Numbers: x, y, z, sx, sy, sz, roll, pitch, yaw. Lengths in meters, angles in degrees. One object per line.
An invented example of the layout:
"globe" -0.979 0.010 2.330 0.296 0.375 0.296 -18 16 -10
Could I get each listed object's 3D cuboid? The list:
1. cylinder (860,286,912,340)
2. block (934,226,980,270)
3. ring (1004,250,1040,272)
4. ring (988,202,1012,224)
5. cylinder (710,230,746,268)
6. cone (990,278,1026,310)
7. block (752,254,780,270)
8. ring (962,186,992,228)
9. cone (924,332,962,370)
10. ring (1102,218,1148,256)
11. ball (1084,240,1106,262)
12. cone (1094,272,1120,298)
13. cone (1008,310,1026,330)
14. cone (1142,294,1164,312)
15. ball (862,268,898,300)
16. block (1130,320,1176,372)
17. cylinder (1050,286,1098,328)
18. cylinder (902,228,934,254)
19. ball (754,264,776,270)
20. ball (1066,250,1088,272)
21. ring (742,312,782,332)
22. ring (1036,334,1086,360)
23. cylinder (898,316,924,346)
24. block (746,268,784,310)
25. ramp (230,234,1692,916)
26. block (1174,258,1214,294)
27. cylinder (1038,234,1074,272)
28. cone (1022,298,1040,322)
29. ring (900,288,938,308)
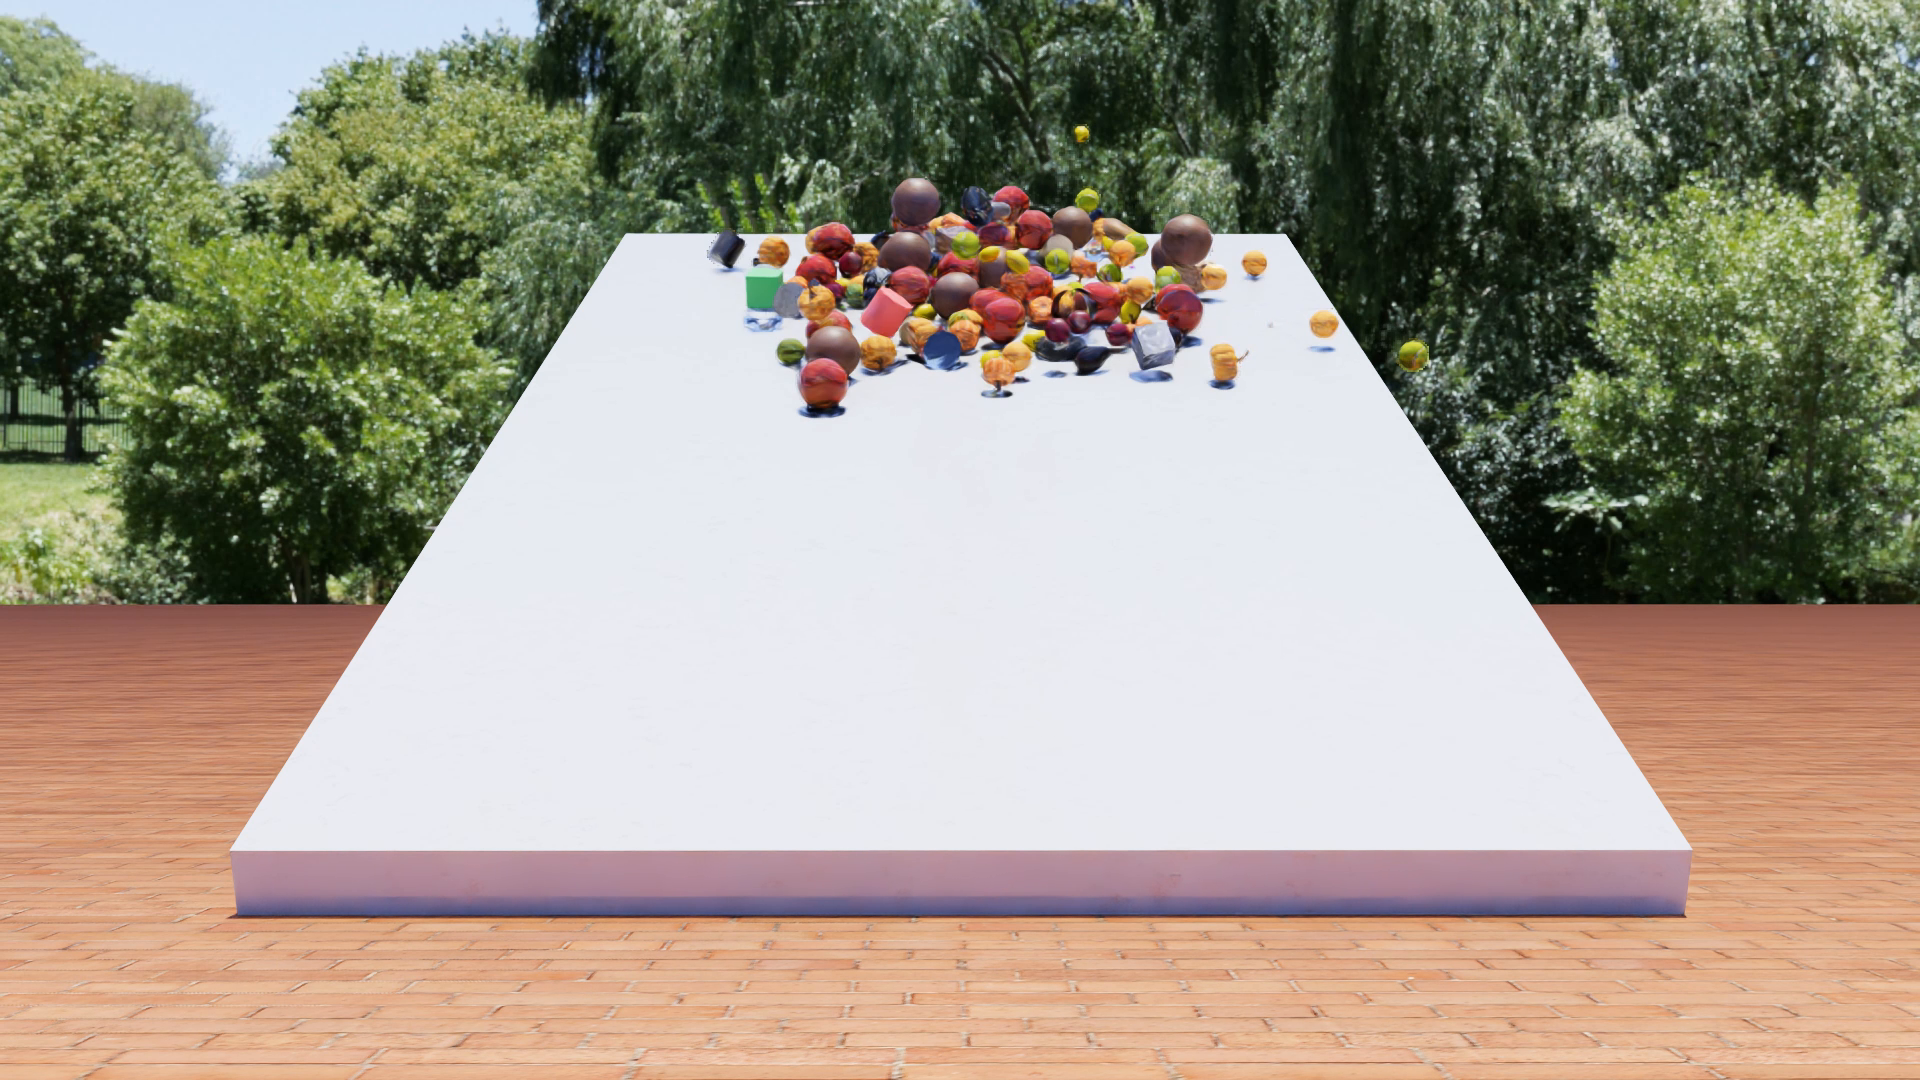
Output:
"cylinder" -0.179 -0.548 5.470 0.093 0.093 0.093 32 17 -11
"block" -0.011 -0.834 6.447 0.091 0.091 0.091 -12 31 -30
"ring" 0.182 -0.791 6.409 0.118 0.039 0.118 1 28 0
"ring" 0.085 -0.937 6.486 0.126 0.042 0.126 -9 -2 0
"cylinder" -0.656 -0.822 6.393 0.077 0.077 0.077 28 -11 6
"cone" 0.113 -0.637 5.989 0.092 0.092 0.092 -19 -13 39
"block" -0.542 -0.762 6.316 0.054 0.054 0.054 10 22 25
"ring" 0.046 -0.904 6.138 0.039 0.116 0.116 -13 -9 35
"cone" -0.028 -0.445 5.450 0.097 0.097 0.097 0 -8 18
"ring" 0.453 -0.831 6.209 0.146 0.049 0.146 33 15 -10
"ball" 0.337 -0.721 5.662 0.055 0.055 0.055 0 -1 0
"cone" 0.399 -0.695 6.109 0.071 0.071 0.071 0 20 0
"cone" 0.155 -0.556 5.790 0.050 0.050 0.050 -1 -11 33
"cone" 0.499 -0.616 5.959 0.053 0.053 0.053 -19 -12 33
"ball" -0.208 -0.667 5.929 0.093 0.093 0.093 0 -1 0
"block" 0.458 -0.460 5.352 0.078 0.078 0.078 -14 -22 -8
"cylinder" 0.289 -0.588 5.719 0.093 0.093 0.093 -1 -6 26
"cylinder" -0.121 -0.872 6.601 0.069 0.069 0.069 18 11 41
"ball" -0.526 -0.698 6.081 0.091 0.091 0.091 0 -1 0
"ball" 0.330 -0.786 6.375 0.060 0.060 0.060 0 -1 0
"ring" -0.503 -0.556 5.771 0.104 0.035 0.104 1 20 0
"ring" 0.246 -0.472 5.529 0.127 0.042 0.127 -1 19 0
"cylinder" -0.121 -0.521 5.638 0.059 0.059 0.059 0 20 2
"block" -0.516 -0.665 5.997 0.087 0.087 0.087 2 20 5
"ramp" -0.005 -0.205 4.992 2.000 0.100 4.000 0 20 0
"block" 0.640 -0.723 6.177 0.076 0.076 0.076 18 26 40
"cylinder" 0.268 -0.802 6.339 0.082 0.082 0.082 0 -16 -17
"cone" 0.181 -0.600 5.862 0.058 0.058 0.058 0 20 0
"ring" -0.111 -0.644 6.016 0.108 0.036 0.108 0 21 0
